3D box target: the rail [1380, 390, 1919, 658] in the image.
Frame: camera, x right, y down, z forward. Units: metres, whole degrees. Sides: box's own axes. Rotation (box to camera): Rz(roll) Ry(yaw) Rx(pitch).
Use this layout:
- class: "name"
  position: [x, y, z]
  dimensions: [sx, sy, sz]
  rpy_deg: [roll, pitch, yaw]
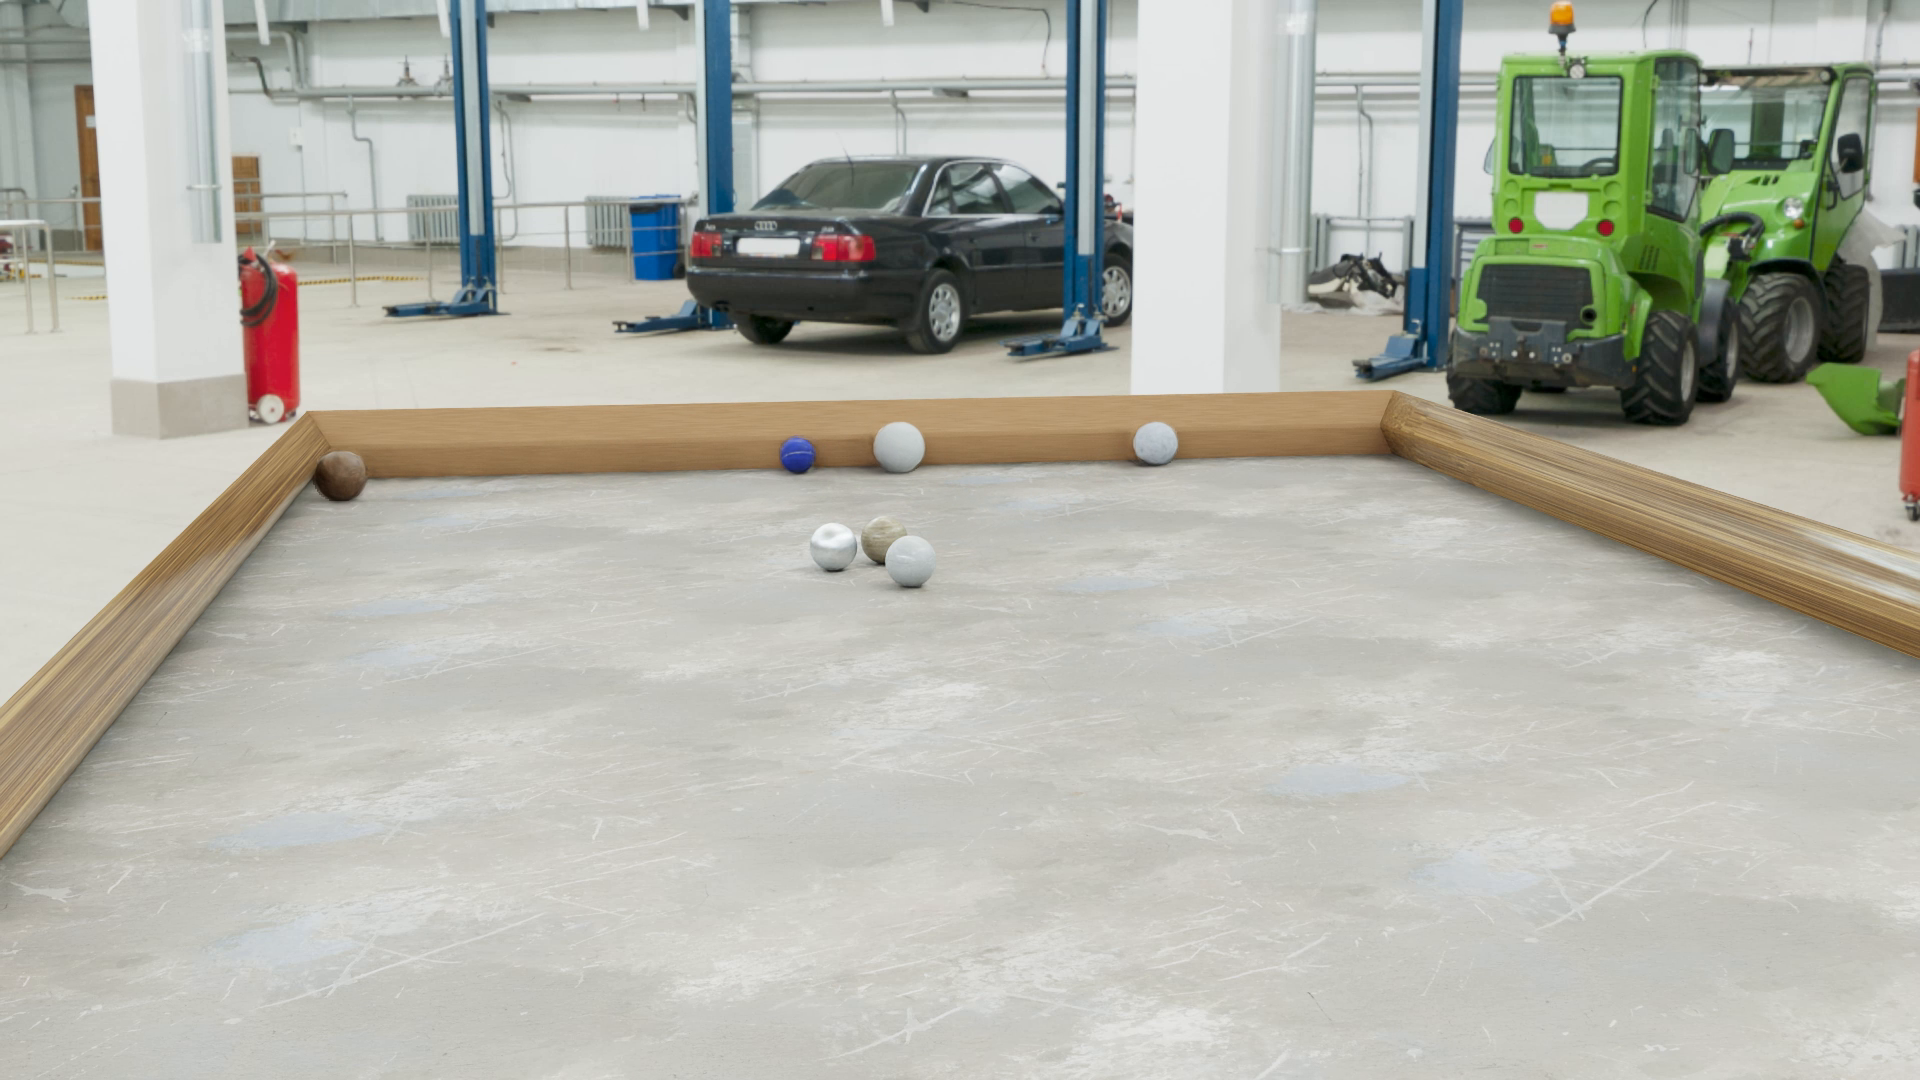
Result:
- class: "rail"
  position: [1.204, 0.128, 2.453]
  dimensions: [0.045, 0.128, 4.177]
  rpy_deg: [-2, 10, -9]

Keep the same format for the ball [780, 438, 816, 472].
- class: "ball"
  position: [-0.311, -0.163, 4.225]
  dimensions: [0.068, 0.068, 0.068]
  rpy_deg: [0, 10, 0]

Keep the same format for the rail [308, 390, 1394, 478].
- class: "rail"
  position: [-0.168, -0.206, 4.288]
  dimensions: [2.140, 0.128, 0.045]
  rpy_deg: [-2, 10, -9]

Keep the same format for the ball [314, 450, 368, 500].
- class: "ball"
  position: [-1.096, -0.114, 3.897]
  dimensions: [0.090, 0.090, 0.090]
  rpy_deg: [0, 10, 0]

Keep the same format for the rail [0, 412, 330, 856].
- class: "rail"
  position: [-0.861, 0.190, 2.115]
  dimensions: [0.045, 0.128, 4.177]
  rpy_deg: [-2, 10, -9]

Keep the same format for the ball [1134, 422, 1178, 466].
- class: "ball"
  position: [0.384, -0.189, 4.322]
  dimensions: [0.086, 0.086, 0.086]
  rpy_deg: [0, 10, 0]

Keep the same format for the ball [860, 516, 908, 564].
- class: "ball"
  position: [-0.114, 0.000, 3.321]
  dimensions: [0.072, 0.072, 0.072]
  rpy_deg: [0, 10, 0]

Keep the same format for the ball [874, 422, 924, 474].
- class: "ball"
  position: [-0.117, -0.178, 4.223]
  dimensions: [0.099, 0.099, 0.099]
  rpy_deg: [0, 10, 0]

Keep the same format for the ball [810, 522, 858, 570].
- class: "ball"
  position: [-0.188, 0.010, 3.266]
  dimensions: [0.071, 0.071, 0.071]
  rpy_deg: [0, 10, 0]

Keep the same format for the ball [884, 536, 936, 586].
- class: "ball"
  position: [-0.070, 0.030, 3.148]
  dimensions: [0.074, 0.074, 0.074]
  rpy_deg: [0, 10, 0]
